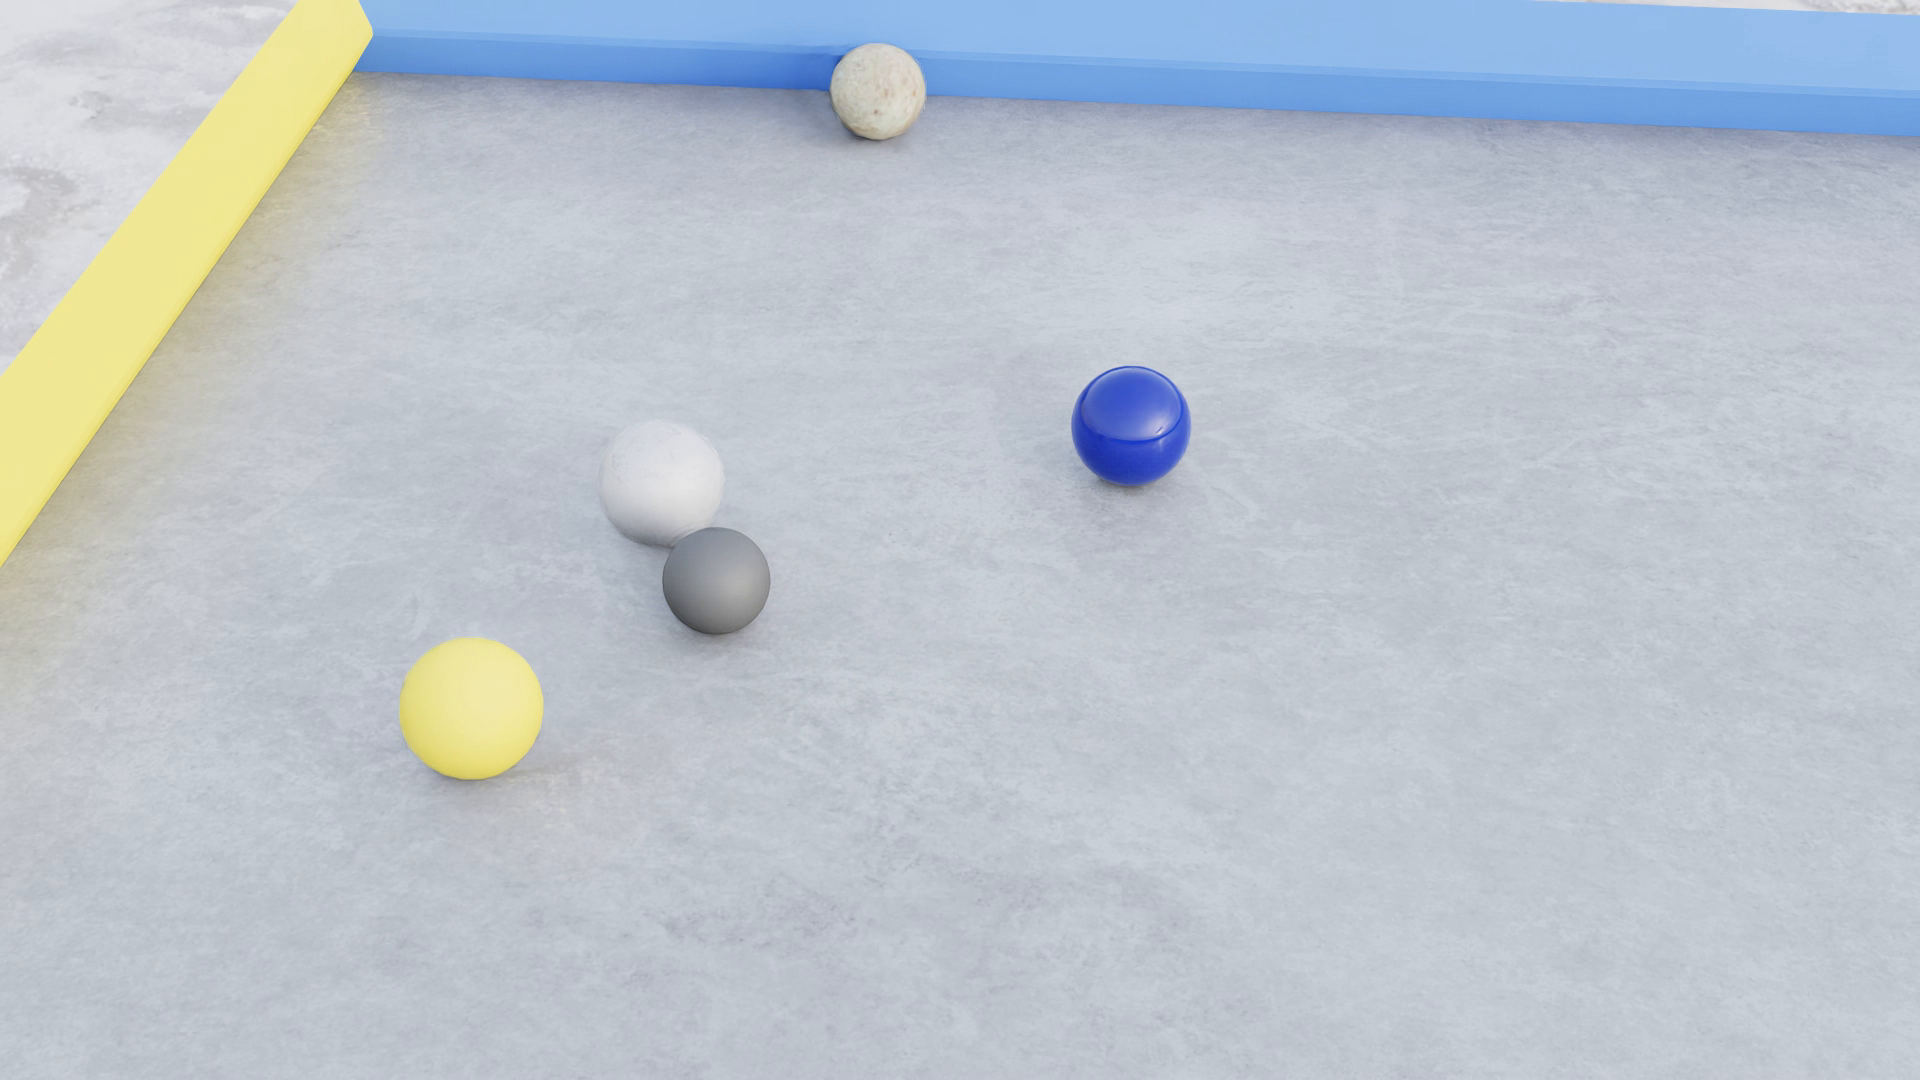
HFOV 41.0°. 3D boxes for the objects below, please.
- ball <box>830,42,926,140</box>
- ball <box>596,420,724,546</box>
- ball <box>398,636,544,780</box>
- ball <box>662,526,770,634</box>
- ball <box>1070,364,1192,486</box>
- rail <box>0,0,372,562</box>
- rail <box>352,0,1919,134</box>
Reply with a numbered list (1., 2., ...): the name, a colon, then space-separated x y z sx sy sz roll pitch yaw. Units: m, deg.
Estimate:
1. ball: -0.082 -0.448 2.558 0.095 0.095 0.095 0 34 0
2. ball: -0.229 -0.044 1.969 0.098 0.098 0.098 0 34 0
3. ball: -0.331 0.114 1.739 0.097 0.097 0.097 0 34 0
4. ball: -0.178 0.030 1.877 0.079 0.079 0.079 0 34 0
5. ball: 0.136 -0.091 2.038 0.096 0.096 0.096 0 34 0
6. rail: -0.708 -0.056 1.958 0.045 0.127 1.752 3 35 5
7. rail: 0.815 -0.456 2.540 2.940 0.127 0.045 3 35 5
